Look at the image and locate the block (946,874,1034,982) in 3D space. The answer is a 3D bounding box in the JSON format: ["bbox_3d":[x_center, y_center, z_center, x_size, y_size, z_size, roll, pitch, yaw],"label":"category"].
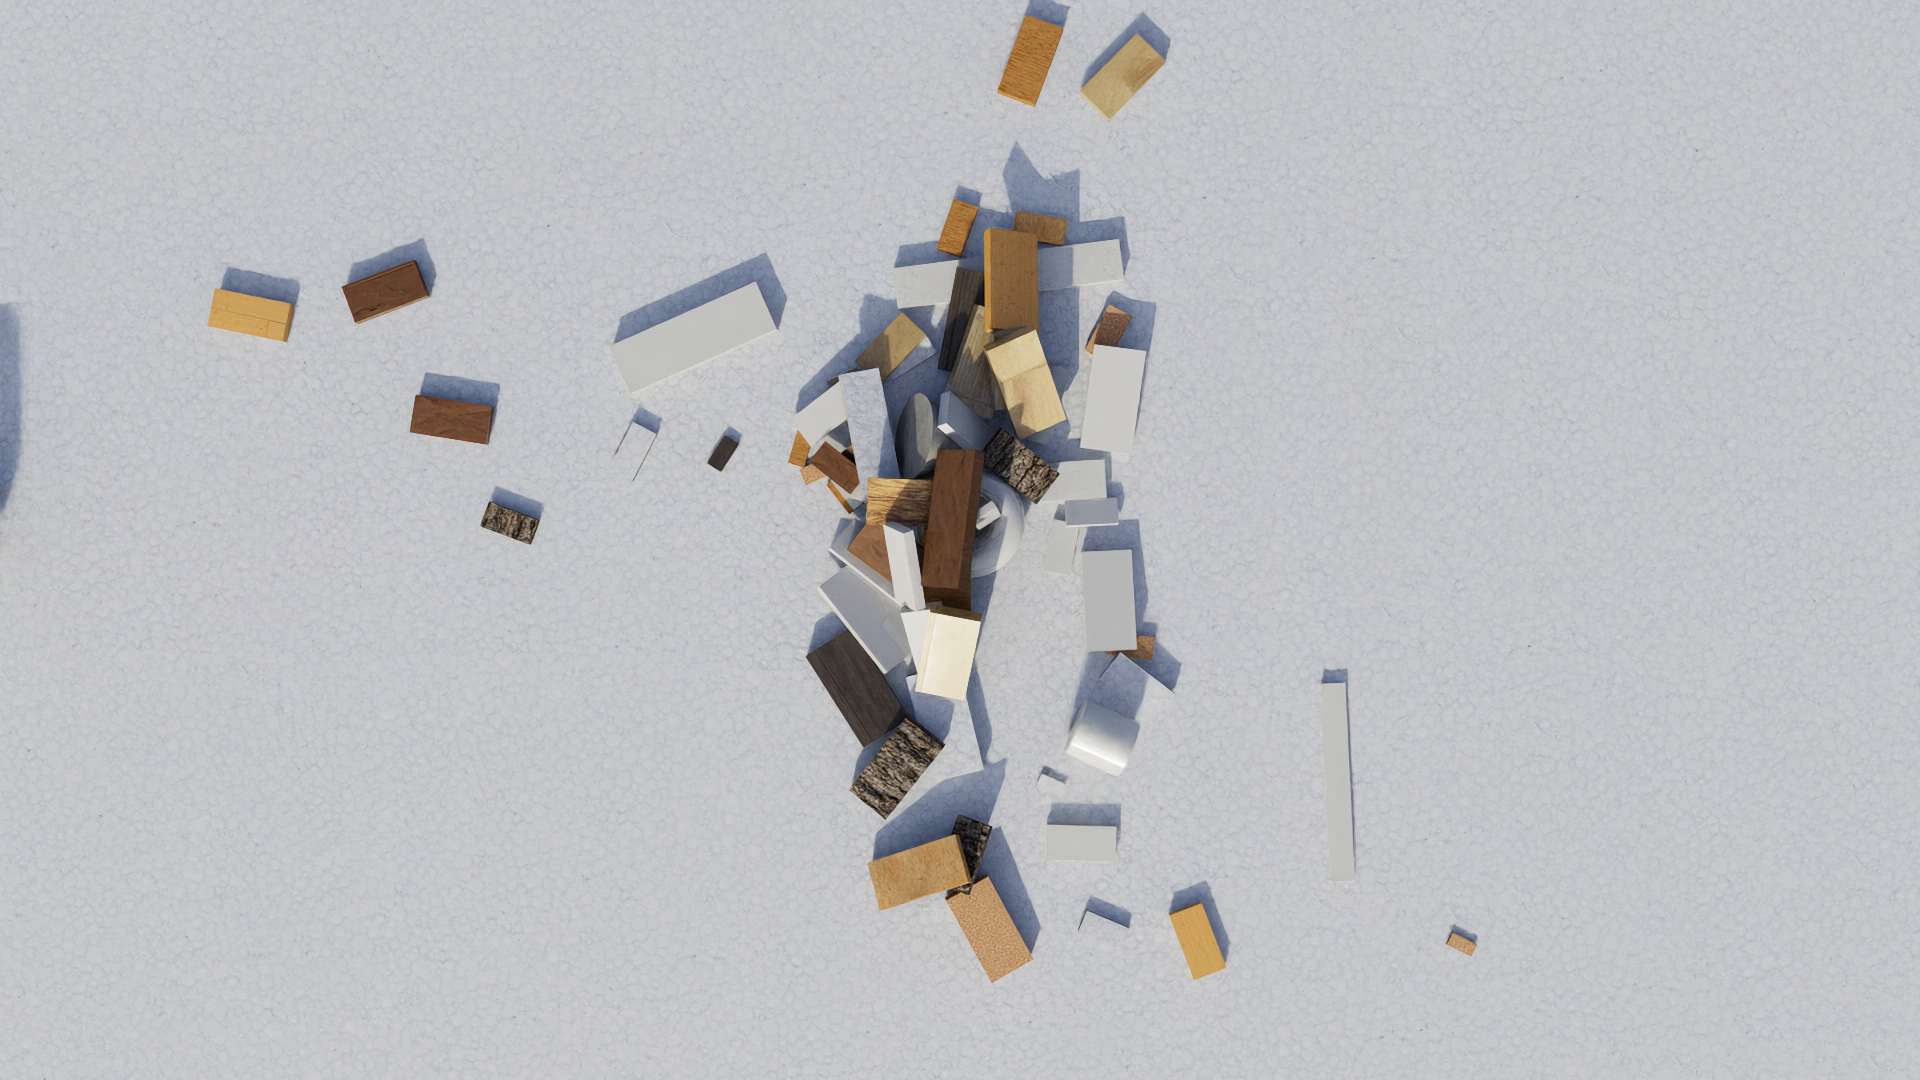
[{"bbox_3d":[0.096,1.285,5.457,0.158,0.045,0.317,-29,95,-6],"label":"block"}]

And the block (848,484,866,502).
[{"bbox_3d":[-0.305,-0.154,5.445,0.123,0.017,0.062,18,90,11],"label":"block"}]

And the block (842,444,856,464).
[{"bbox_3d":[-0.314,-0.239,5.451,0.087,0.025,0.175,-36,97,27],"label":"block"}]

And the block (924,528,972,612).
[{"bbox_3d":[-0.040,0.111,5.341,0.151,0.043,0.302,1,101,3],"label":"block"}]

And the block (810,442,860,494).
[{"bbox_3d":[-0.401,-0.238,5.433,0.175,0.025,0.087,39,94,2],"label":"block"}]

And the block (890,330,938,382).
[{"bbox_3d":[-0.174,-0.613,5.488,0.175,0.025,0.088,-32,90,0],"label":"block"}]

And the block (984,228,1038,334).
[{"bbox_3d":[0.168,-0.839,5.380,0.170,0.048,0.339,4,78,-23],"label":"block"}]

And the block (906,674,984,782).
[{"bbox_3d":[-0.050,0.605,5.475,0.179,0.051,0.358,-14,90,0],"label":"block"}]

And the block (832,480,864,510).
[{"bbox_3d":[-0.366,-0.167,5.474,0.062,0.017,0.123,-38,90,0],"label":"block"}]

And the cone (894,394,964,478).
[{"bbox_3d":[-0.026,-0.320,5.436,0.284,0.284,0.284,8,90,-27],"label":"cone"}]

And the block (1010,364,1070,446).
[{"bbox_3d":[0.266,-0.457,5.482,0.131,0.037,0.261,17,90,0],"label":"block"}]

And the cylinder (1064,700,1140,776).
[{"bbox_3d":[0.464,0.650,5.405,0.188,0.188,0.188,24,90,0],"label":"cylinder"}]

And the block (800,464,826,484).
[{"bbox_3d":[-0.473,-0.231,5.492,0.112,0.016,0.056,-23,90,0],"label":"block"}]

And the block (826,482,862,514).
[{"bbox_3d":[-0.382,-0.153,5.491,0.062,0.017,0.123,-38,90,0],"label":"block"}]

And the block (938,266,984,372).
[{"bbox_3d":[0.040,-0.717,5.449,0.170,0.048,0.339,11,98,-3],"label":"block"}]

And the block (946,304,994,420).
[{"bbox_3d":[0.076,-0.584,5.411,0.170,0.048,0.339,17,95,-20],"label":"block"}]

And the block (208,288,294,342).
[{"bbox_3d":[-2.356,-0.746,5.482,0.255,0.036,0.127,12,90,0],"label":"block"}]

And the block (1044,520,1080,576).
[{"bbox_3d":[0.338,0.025,5.488,0.087,0.025,0.174,11,90,0],"label":"block"}]

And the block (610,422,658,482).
[{"bbox_3d":[-1.087,-0.294,5.488,0.088,0.025,0.176,27,90,0],"label":"block"}]

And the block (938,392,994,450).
[{"bbox_3d":[0.021,-0.362,5.372,0.036,0.255,0.127,-16,53,33],"label":"block"}]

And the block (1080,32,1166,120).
[{"bbox_3d":[0.540,-1.537,5.481,0.134,0.038,0.268,44,90,0],"label":"block"}]

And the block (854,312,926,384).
[{"bbox_3d":[-0.229,-0.633,5.459,0.113,0.032,0.226,43,88,6],"label":"block"}]

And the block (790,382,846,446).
[{"bbox_3d":[-0.436,-0.423,5.456,0.226,0.032,0.113,-37,89,6],"label":"block"}]

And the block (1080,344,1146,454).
[{"bbox_3d":[0.504,-0.465,5.461,0.171,0.048,0.342,8,95,0],"label":"block"}]

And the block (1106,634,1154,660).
[{"bbox_3d":[0.566,0.351,5.489,0.154,0.022,0.077,8,90,0],"label":"block"}]

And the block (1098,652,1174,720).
[{"bbox_3d":[0.587,0.483,5.472,0.230,0.033,0.115,37,96,-3],"label":"block"}]

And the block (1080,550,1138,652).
[{"bbox_3d":[0.493,0.201,5.463,0.165,0.047,0.329,-3,85,0],"label":"block"}]

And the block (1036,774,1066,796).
[{"bbox_3d":[0.304,0.815,5.494,0.090,0.013,0.045,25,90,0],"label":"block"}]

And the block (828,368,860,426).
[{"bbox_3d":[-0.344,-0.447,5.484,0.113,0.032,0.226,-25,90,0],"label":"block"}]

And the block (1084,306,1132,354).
[{"bbox_3d":[0.494,-0.686,5.488,0.087,0.025,0.174,28,90,0],"label":"block"}]

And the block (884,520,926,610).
[{"bbox_3d":[-0.178,0.082,5.278,0.038,0.133,0.265,-19,113,-26],"label":"block"}]

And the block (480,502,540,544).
[{"bbox_3d":[-1.497,-0.056,5.488,0.175,0.025,0.088,20,90,0],"label":"block"}]

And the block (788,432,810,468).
[{"bbox_3d":[-0.530,-0.303,5.492,0.056,0.016,0.112,16,90,0],"label":"block"}]
